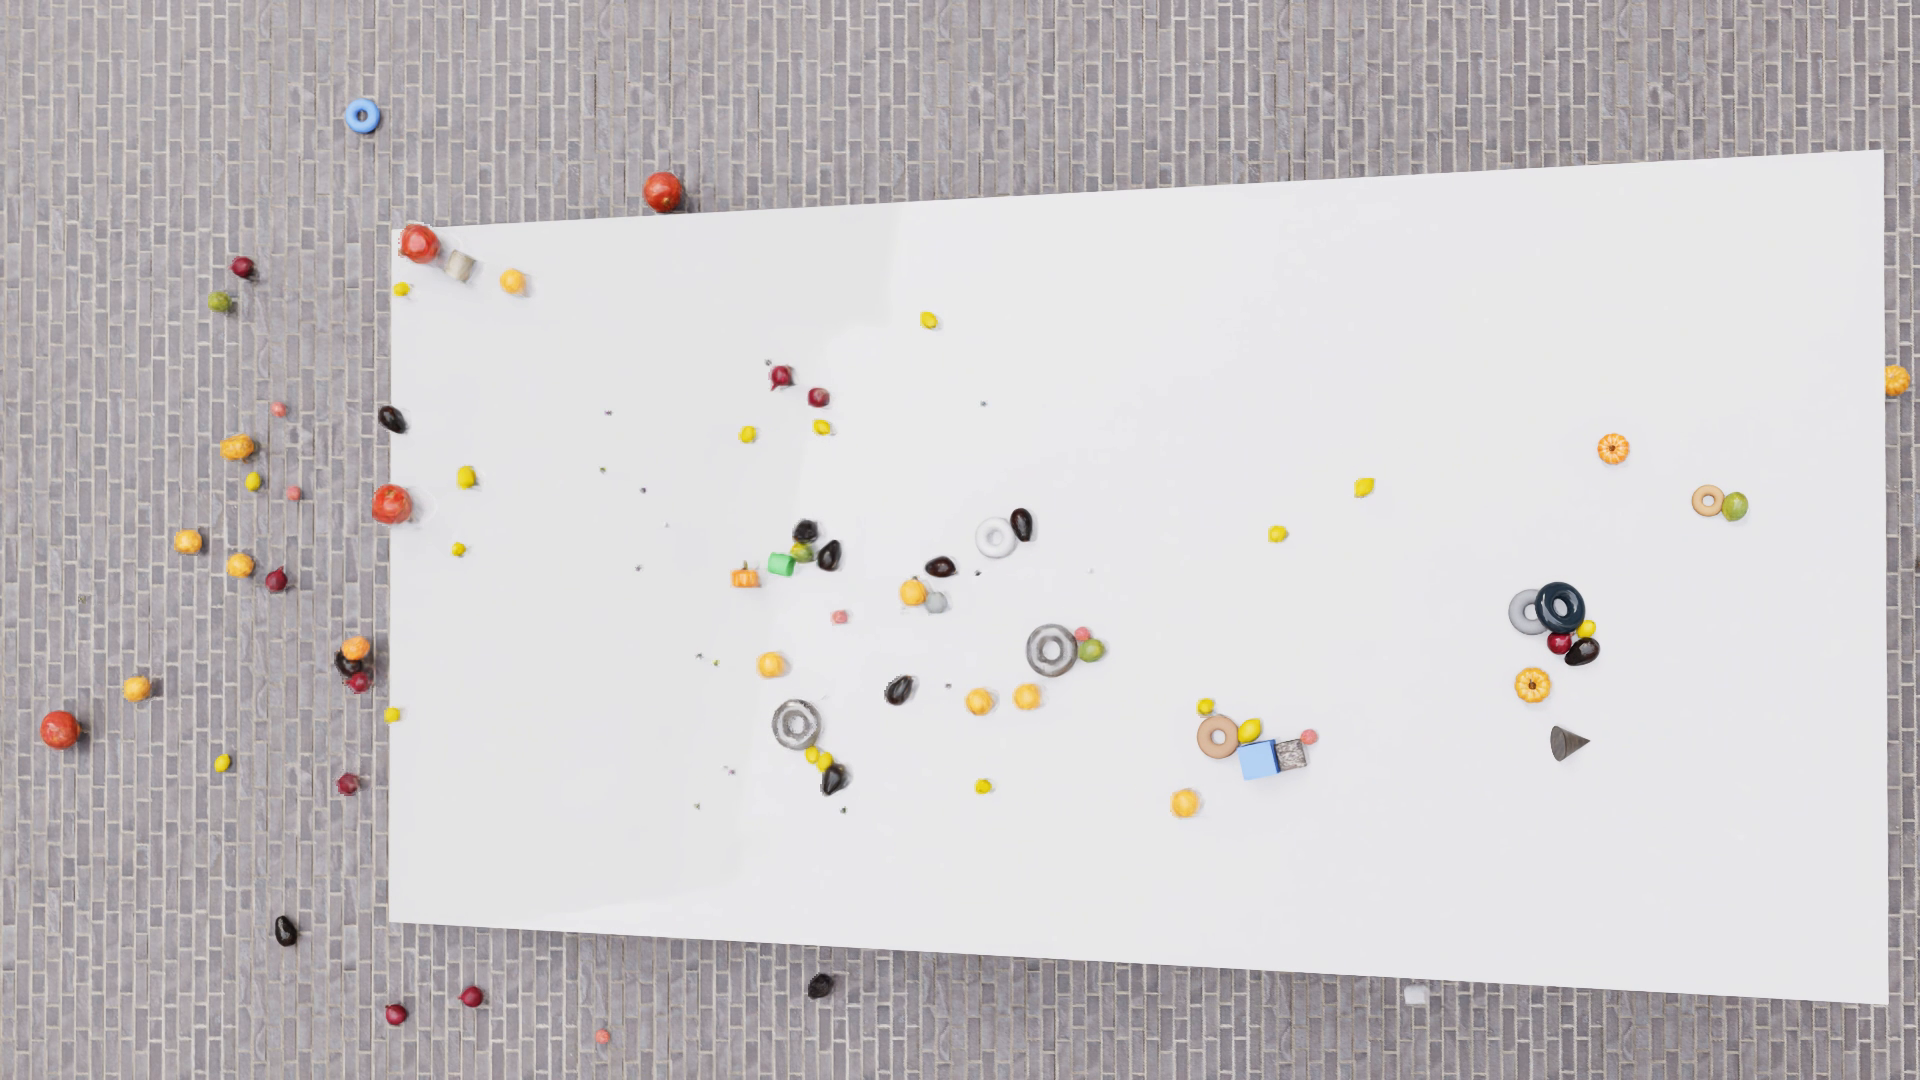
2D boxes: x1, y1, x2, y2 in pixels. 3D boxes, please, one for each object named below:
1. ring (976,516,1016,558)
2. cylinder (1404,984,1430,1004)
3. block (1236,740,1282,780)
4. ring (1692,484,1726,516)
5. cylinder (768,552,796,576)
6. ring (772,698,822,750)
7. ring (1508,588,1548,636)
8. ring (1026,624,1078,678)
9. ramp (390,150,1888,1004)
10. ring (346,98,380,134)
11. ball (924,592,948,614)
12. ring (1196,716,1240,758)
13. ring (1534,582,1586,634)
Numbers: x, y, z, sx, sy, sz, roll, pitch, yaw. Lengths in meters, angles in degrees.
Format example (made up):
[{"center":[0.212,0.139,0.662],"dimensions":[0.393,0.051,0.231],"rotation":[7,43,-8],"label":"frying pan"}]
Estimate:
[{"center":[0.093,-0.006,5.785],"dimensions":[0.111,0.037,0.111],"rotation":[0,90,17],"label":"ring"},{"center":[1.255,1.245,6.038],"dimensions":[0.055,0.055,0.055],"rotation":[-3,89,28],"label":"cylinder"},{"center":[0.755,0.554,5.541],"dimensions":[0.084,0.084,0.084],"rotation":[-14,85,17],"label":"block"},{"center":[1.788,-0.094,5.253],"dimensions":[0.077,0.026,0.077],"rotation":[0,90,18],"label":"ring"},{"center":[-0.485,0.066,5.957],"dimensions":[0.057,0.057,0.057],"rotation":[12,89,17],"label":"cylinder"},{"center":[-0.441,0.499,5.943],"dimensions":[0.143,0.048,0.143],"rotation":[0,90,17],"label":"ring"},{"center":[1.396,0.176,5.367],"dimensions":[0.114,0.038,0.114],"rotation":[-1,88,17],"label":"ring"},{"center":[0.239,0.288,5.729],"dimensions":[0.143,0.048,0.143],"rotation":[-1,88,19],"label":"ring"},{"center":[0.275,0.093,5.797],"dimensions":[4.000,0.100,2.000],"rotation":[0,89,18],"label":"ramp"},{"center":[-1.753,-1.244,6.454],"dimensions":[0.102,0.034,0.102],"rotation":[0,90,0],"label":"ring"},{"center":[-0.064,0.167,5.820],"dimensions":[0.061,0.061,0.061],"rotation":[0,89,0],"label":"ball"},{"center":[0.658,0.502,5.598],"dimensions":[0.111,0.037,0.111],"rotation":[0,90,17],"label":"ring"},{"center":[1.452,0.164,5.322],"dimensions":[0.131,0.044,0.131],"rotation":[4,73,-14],"label":"ring"}]
